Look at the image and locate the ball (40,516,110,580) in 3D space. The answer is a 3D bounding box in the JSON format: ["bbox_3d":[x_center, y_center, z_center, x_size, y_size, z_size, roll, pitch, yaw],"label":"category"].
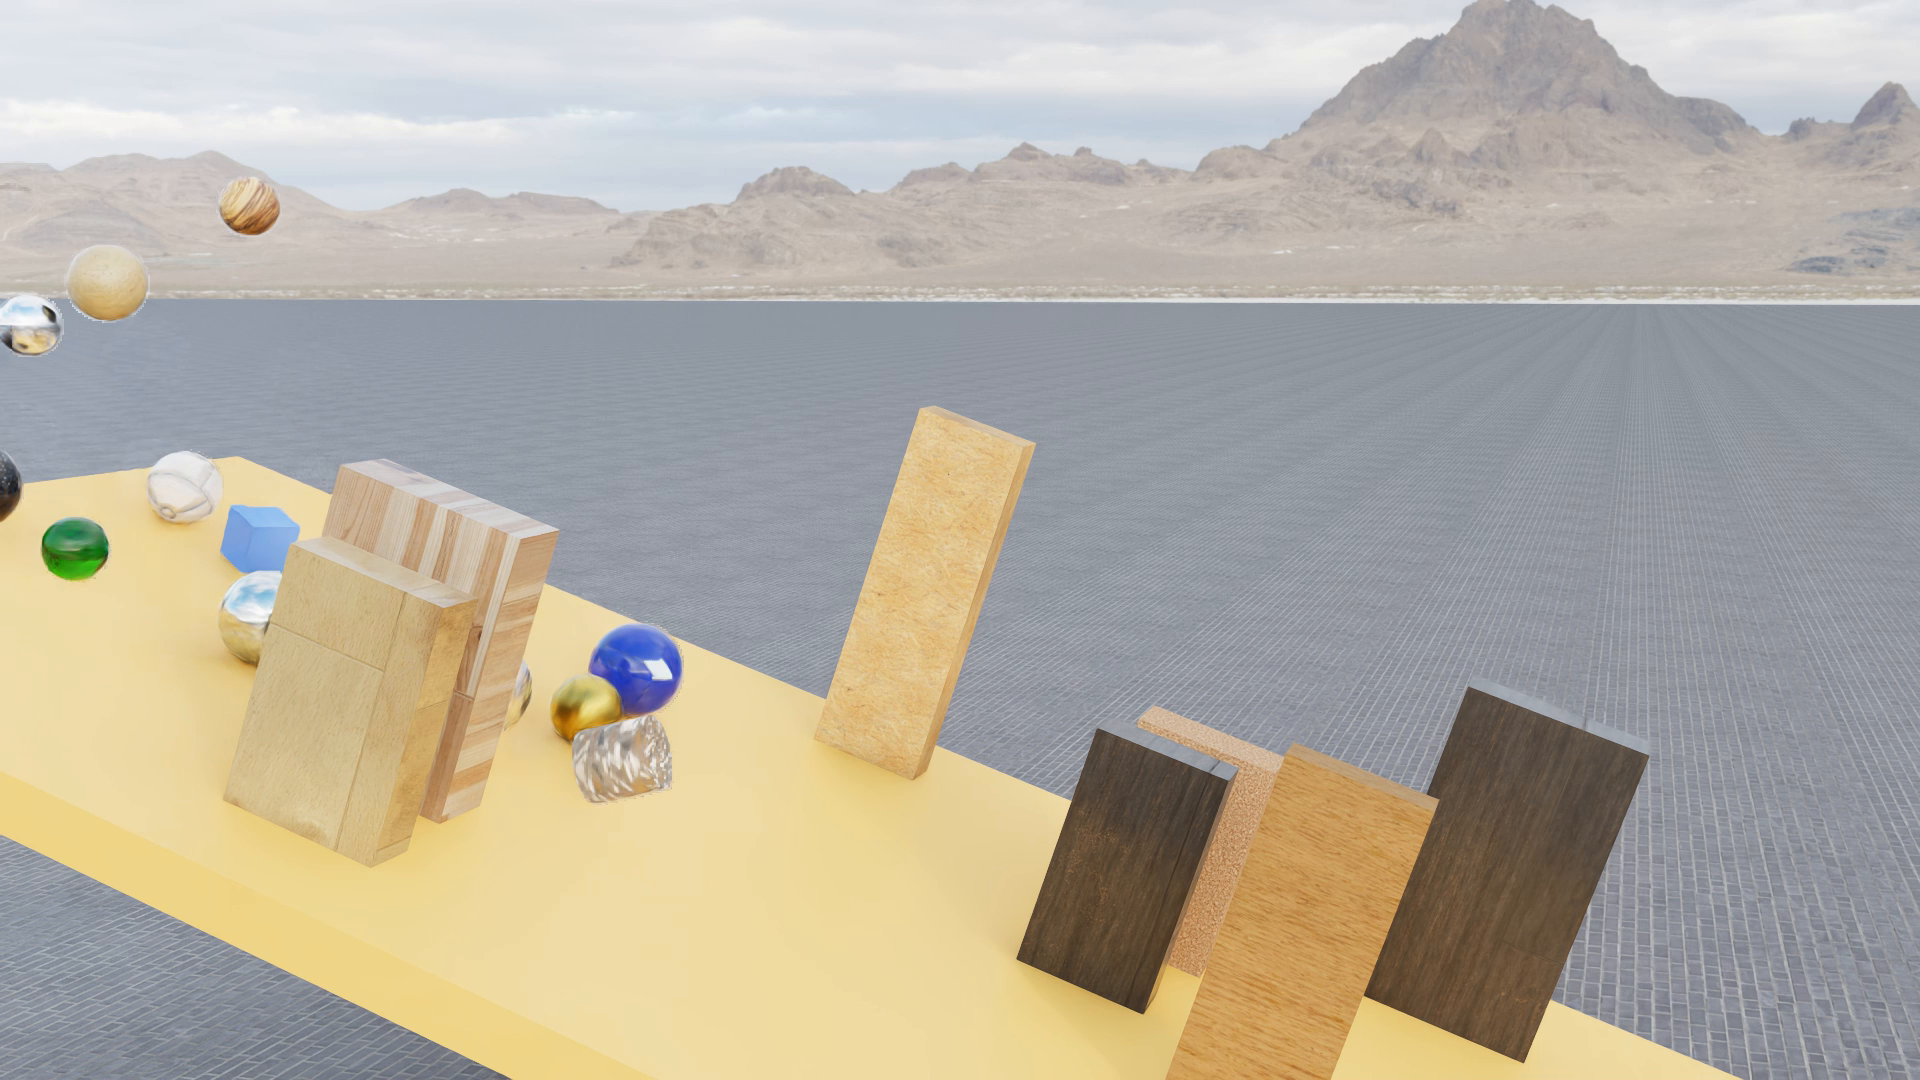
[{"bbox_3d":[-1.769,0.017,4.397,0.130,0.130,0.130,0,7,0],"label":"ball"}]

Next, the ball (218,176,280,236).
[{"bbox_3d":[-1.546,-0.727,4.785,0.128,0.128,0.128,0,7,0],"label":"ball"}]

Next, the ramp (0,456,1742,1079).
[{"bbox_3d":[-0.348,0.649,4.220,4.000,0.100,2.000,21,12,14],"label":"ramp"}]

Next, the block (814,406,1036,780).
[{"bbox_3d":[-0.081,0.118,4.861,0.246,0.787,0.105,21,12,14],"label":"block"}]

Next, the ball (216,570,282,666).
[{"bbox_3d":[-1.347,0.152,4.279,0.187,0.187,0.187,0,7,0],"label":"ball"}]

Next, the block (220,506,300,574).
[{"bbox_3d":[-1.538,-0.001,4.833,0.112,0.112,0.112,0,24,-45],"label":"block"}]

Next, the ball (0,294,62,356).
[{"bbox_3d":[-1.914,-0.442,4.522,0.124,0.124,0.124,0,7,0],"label":"ball"}]

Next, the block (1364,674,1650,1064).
[{"bbox_3d":[1.083,0.659,4.424,0.365,0.676,0.136,21,12,14],"label":"block"}]

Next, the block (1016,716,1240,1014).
[{"bbox_3d":[0.307,0.597,4.046,0.255,0.471,0.109,21,12,14],"label":"block"}]

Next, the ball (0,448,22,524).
[{"bbox_3d":[-2.011,-0.111,4.484,0.184,0.184,0.184,0,7,0],"label":"ball"}]

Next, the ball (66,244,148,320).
[{"bbox_3d":[-1.762,-0.533,4.546,0.157,0.157,0.157,0,7,0],"label":"ball"}]

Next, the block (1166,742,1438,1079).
[{"bbox_3d":[0.545,0.681,3.585,0.248,0.651,0.086,21,12,14],"label":"block"}]

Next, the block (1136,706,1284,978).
[{"bbox_3d":[0.426,0.591,4.329,0.281,0.439,0.141,21,12,14],"label":"block"}]

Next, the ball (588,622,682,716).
[{"bbox_3d":[-0.689,0.275,4.672,0.199,0.199,0.199,0,7,0],"label":"ball"}]

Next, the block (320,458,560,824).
[{"bbox_3d":[-0.971,0.175,3.891,0.366,0.536,0.141,21,12,14],"label":"block"}]

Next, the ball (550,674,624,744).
[{"bbox_3d":[-0.749,0.341,4.413,0.146,0.146,0.146,0,7,0],"label":"ball"}]

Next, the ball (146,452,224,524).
[{"bbox_3d":[-1.747,-0.118,4.956,0.164,0.164,0.164,0,7,0],"label":"ball"}]

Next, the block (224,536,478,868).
[{"bbox_3d":[-1.005,0.264,3.623,0.293,0.460,0.111,21,12,14],"label":"block"}]

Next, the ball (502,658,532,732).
[{"bbox_3d":[-0.930,0.286,4.276,0.195,0.195,0.195,0,7,0],"label":"ball"}]
